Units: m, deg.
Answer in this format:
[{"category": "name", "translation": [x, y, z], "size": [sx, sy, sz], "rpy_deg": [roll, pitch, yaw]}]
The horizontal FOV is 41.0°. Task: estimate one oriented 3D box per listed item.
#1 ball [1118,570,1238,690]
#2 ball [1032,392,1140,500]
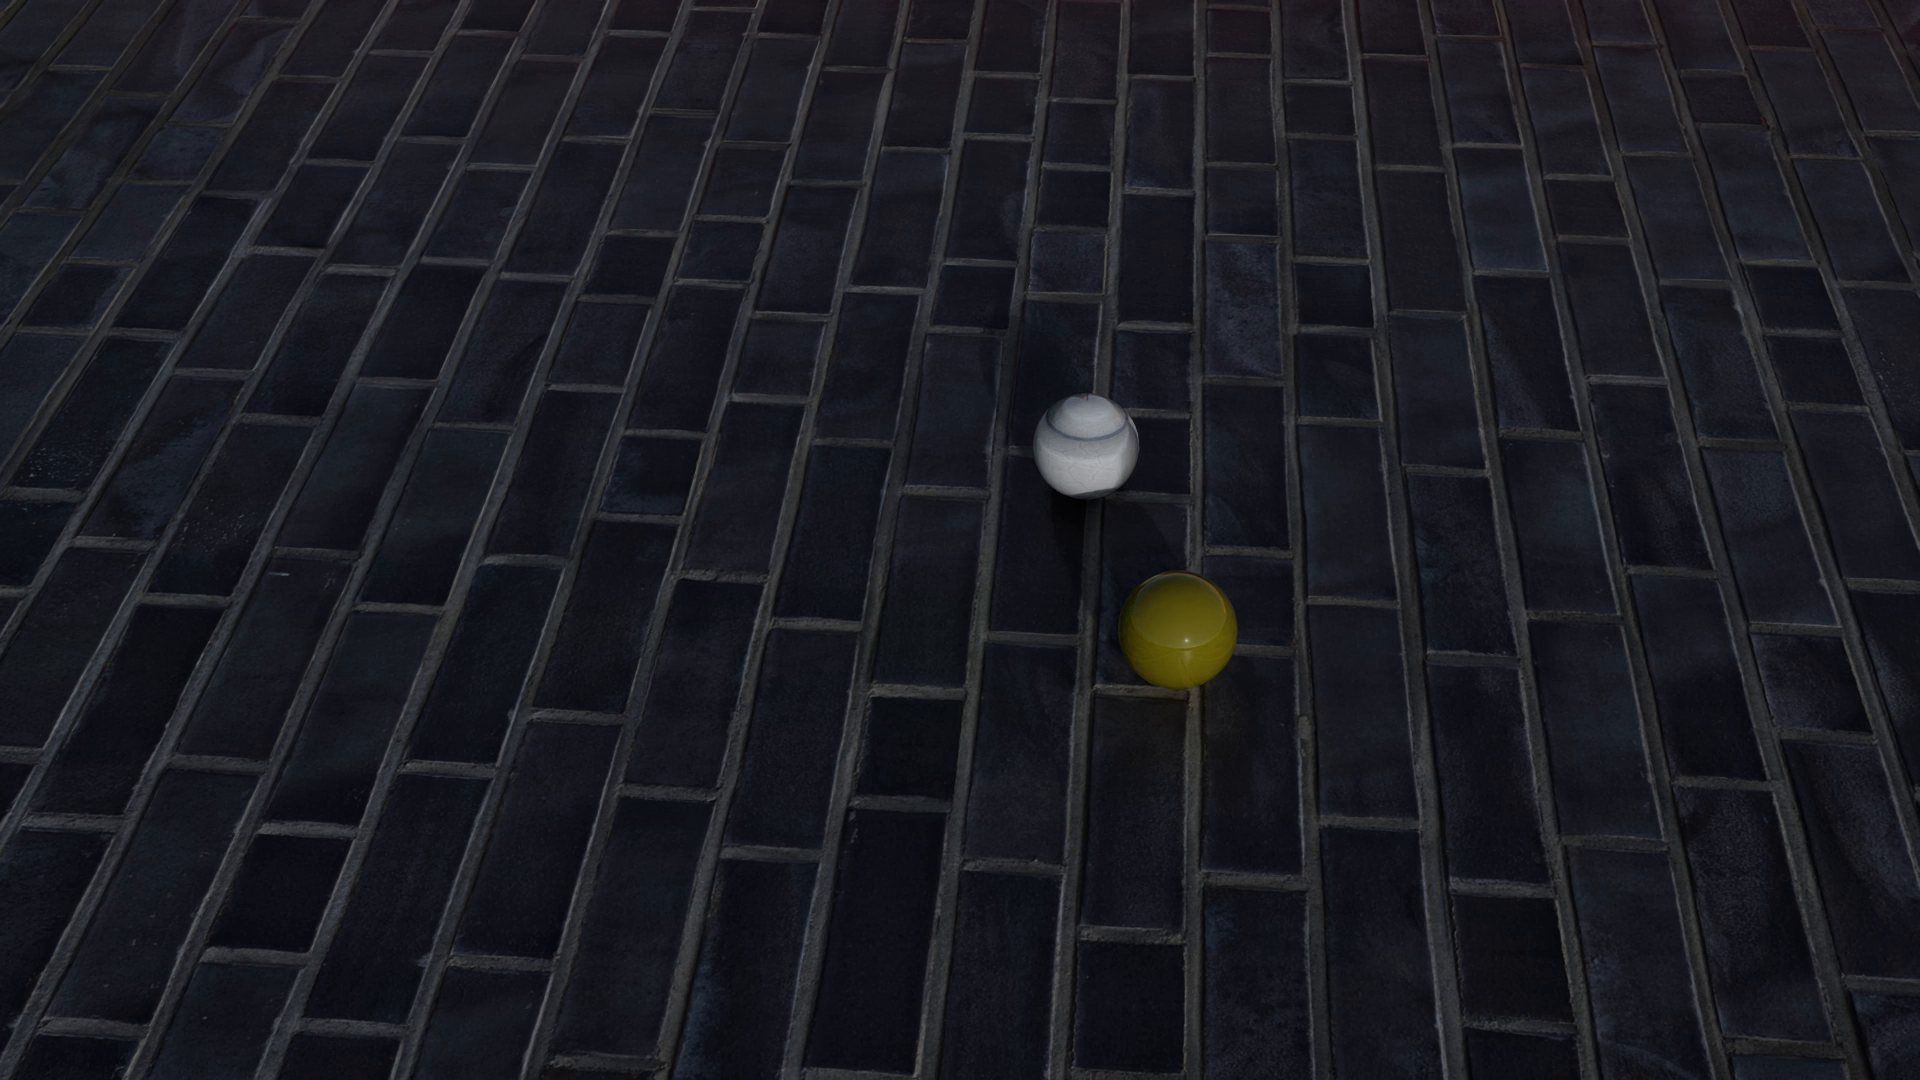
[{"category": "ball", "translation": [0.130, 0.053, 1.527], "size": [0.071, 0.071, 0.071], "rpy_deg": [0, 36, 0]}, {"category": "ball", "translation": [0.083, -0.061, 1.684], "size": [0.070, 0.070, 0.070], "rpy_deg": [0, 36, 0]}]
